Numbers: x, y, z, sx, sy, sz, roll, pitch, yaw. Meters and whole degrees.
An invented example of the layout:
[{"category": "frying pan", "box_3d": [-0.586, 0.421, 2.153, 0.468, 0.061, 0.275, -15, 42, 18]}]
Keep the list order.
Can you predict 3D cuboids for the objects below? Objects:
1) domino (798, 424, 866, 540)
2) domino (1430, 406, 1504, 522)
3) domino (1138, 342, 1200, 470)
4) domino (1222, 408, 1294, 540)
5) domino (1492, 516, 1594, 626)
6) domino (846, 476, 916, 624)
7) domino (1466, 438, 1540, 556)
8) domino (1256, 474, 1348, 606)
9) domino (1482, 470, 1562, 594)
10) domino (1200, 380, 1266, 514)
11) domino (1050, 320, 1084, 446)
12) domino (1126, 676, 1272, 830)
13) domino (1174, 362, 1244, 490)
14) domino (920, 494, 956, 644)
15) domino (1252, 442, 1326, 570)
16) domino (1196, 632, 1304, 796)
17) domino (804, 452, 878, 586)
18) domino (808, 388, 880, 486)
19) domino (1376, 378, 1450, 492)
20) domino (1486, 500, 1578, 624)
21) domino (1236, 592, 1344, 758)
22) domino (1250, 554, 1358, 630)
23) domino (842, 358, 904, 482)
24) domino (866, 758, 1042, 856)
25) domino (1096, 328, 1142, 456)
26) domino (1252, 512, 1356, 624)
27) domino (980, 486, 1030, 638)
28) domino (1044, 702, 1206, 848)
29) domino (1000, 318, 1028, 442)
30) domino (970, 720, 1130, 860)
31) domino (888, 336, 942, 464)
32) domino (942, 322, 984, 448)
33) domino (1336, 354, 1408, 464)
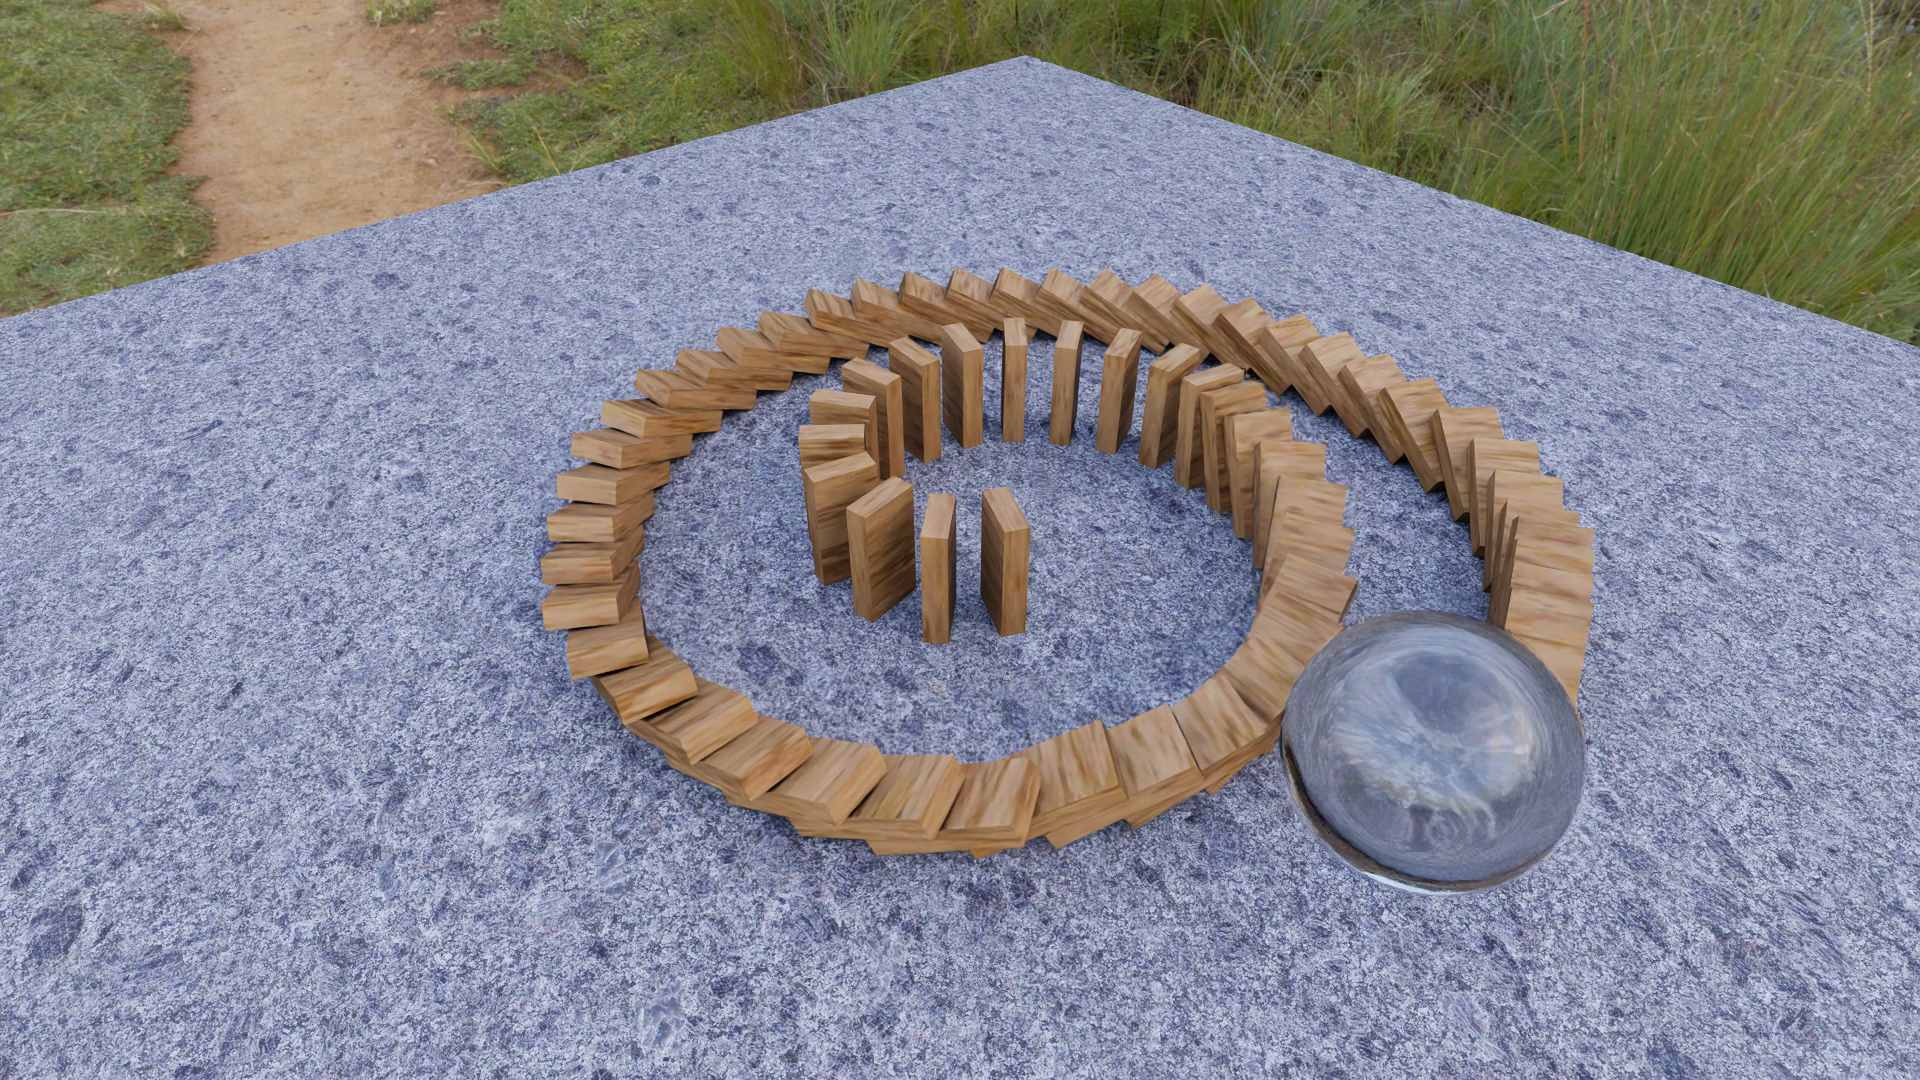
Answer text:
[{"category": "domino", "box_3d": [-0.049, -0.022, 0.439, 0.025, 0.050, 0.009, -2, 39, -2]}, {"category": "domino", "box_3d": [0.219, -0.032, 0.466, 0.025, 0.009, 0.050, -1, 65, -2]}, {"category": "domino", "box_3d": [0.091, -0.058, 0.483, 0.009, 0.050, 0.025, 28, 47, 30]}, {"category": "domino", "box_3d": [0.123, -0.027, 0.447, 0.025, 0.050, 0.009, -9, 7, -12]}, {"category": "domino", "box_3d": [0.209, 0.019, 0.396, 0.025, 0.010, 0.050, 12, 83, 14]}, {"category": "domino", "box_3d": [-0.029, 0.004, 0.407, 0.010, 0.050, 0.025, 27, 47, 29]}, {"category": "domino", "box_3d": [0.222, -0.017, 0.448, 0.025, 0.009, 0.050, 6, 65, 7]}, {"category": "domino", "box_3d": [0.130, 0.002, 0.417, 0.025, 0.009, 0.050, 11, 80, 13]}, {"category": "domino", "box_3d": [0.220, -0.002, 0.430, 0.025, 0.009, 0.050, 10, 66, 11]}, {"category": "domino", "box_3d": [0.115, -0.039, 0.459, 0.025, 0.050, 0.010, -16, 22, -18]}, {"category": "domino", "box_3d": [0.048, -0.071, 0.498, 0.009, 0.050, 0.025, 8, 40, 9]}, {"category": "domino", "box_3d": [0.069, 0.067, 0.346, 0.050, 0.009, 0.025, -32, 43, 3]}, {"category": "domino", "box_3d": [0.106, -0.048, 0.469, 0.025, 0.050, 0.009, -19, 38, -22]}, {"category": "domino", "box_3d": [-0.007, 0.011, 0.398, 0.010, 0.050, 0.025, 4, 39, 5]}, {"category": "domino", "box_3d": [0.129, -0.013, 0.433, 0.025, 0.050, 0.010, 2, -4, 3]}, {"category": "domino", "box_3d": [0.090, 0.056, 0.357, 0.050, 0.009, 0.025, -43, 50, -5]}, {"category": "domino", "box_3d": [-0.044, -0.008, 0.421, 0.025, 0.050, 0.009, -19, 43, -21]}, {"category": "domino", "box_3d": [-0.047, -0.037, 0.457, 0.025, 0.050, 0.009, 8, 40, 10]}, {"category": "domino", "box_3d": [0.207, -0.047, 0.485, 0.025, 0.010, 0.050, -12, 65, -14]}, {"category": "domino", "box_3d": [0.215, 0.011, 0.413, 0.025, 0.009, 0.050, 12, 68, 14]}, {"category": "domino", "box_3d": [0.105, 0.045, 0.371, 0.025, 0.009, 0.050, 31, 77, 32]}, {"category": "domino", "box_3d": [0.117, 0.032, 0.385, 0.025, 0.009, 0.050, 24, 75, 26]}, {"category": "domino", "box_3d": [-0.037, -0.051, 0.474, 0.025, 0.050, 0.009, 27, 46, 29]}, {"category": "domino", "box_3d": [-0.002, 0.080, 0.329, 0.050, 0.009, 0.025, -12, 33, 27]}, {"category": "domino", "box_3d": [0.071, -0.066, 0.492, 0.010, 0.050, 0.025, 15, 42, 18]}, {"category": "domino", "box_3d": [0.125, 0.017, 0.402, 0.025, 0.009, 0.050, 16, 76, 19]}, {"category": "domino", "box_3d": [0.016, 0.008, 0.401, 0.010, 0.050, 0.025, -11, 41, -13]}, {"category": "domino", "box_3d": [0.047, 0.072, 0.339, 0.050, 0.009, 0.025, -27, 40, 8]}, {"category": "domino", "box_3d": [0.024, -0.072, 0.500, 0.009, 0.050, 0.025, -1, 39, -1]}, {"category": "domino", "box_3d": [0.024, 0.076, 0.335, 0.050, 0.010, 0.025, -24, 38, 11]}, {"category": "domino", "box_3d": [-0.020, -0.062, 0.487, 0.009, 0.050, 0.025, -25, 46, -28]}, {"category": "domino", "box_3d": [0.001, -0.069, 0.496, 0.009, 0.050, 0.025, -15, 42, -17]}, {"category": "domino", "box_3d": [0.196, -0.060, 0.501, 0.025, 0.010, 0.050, -16, 67, -19]}]
